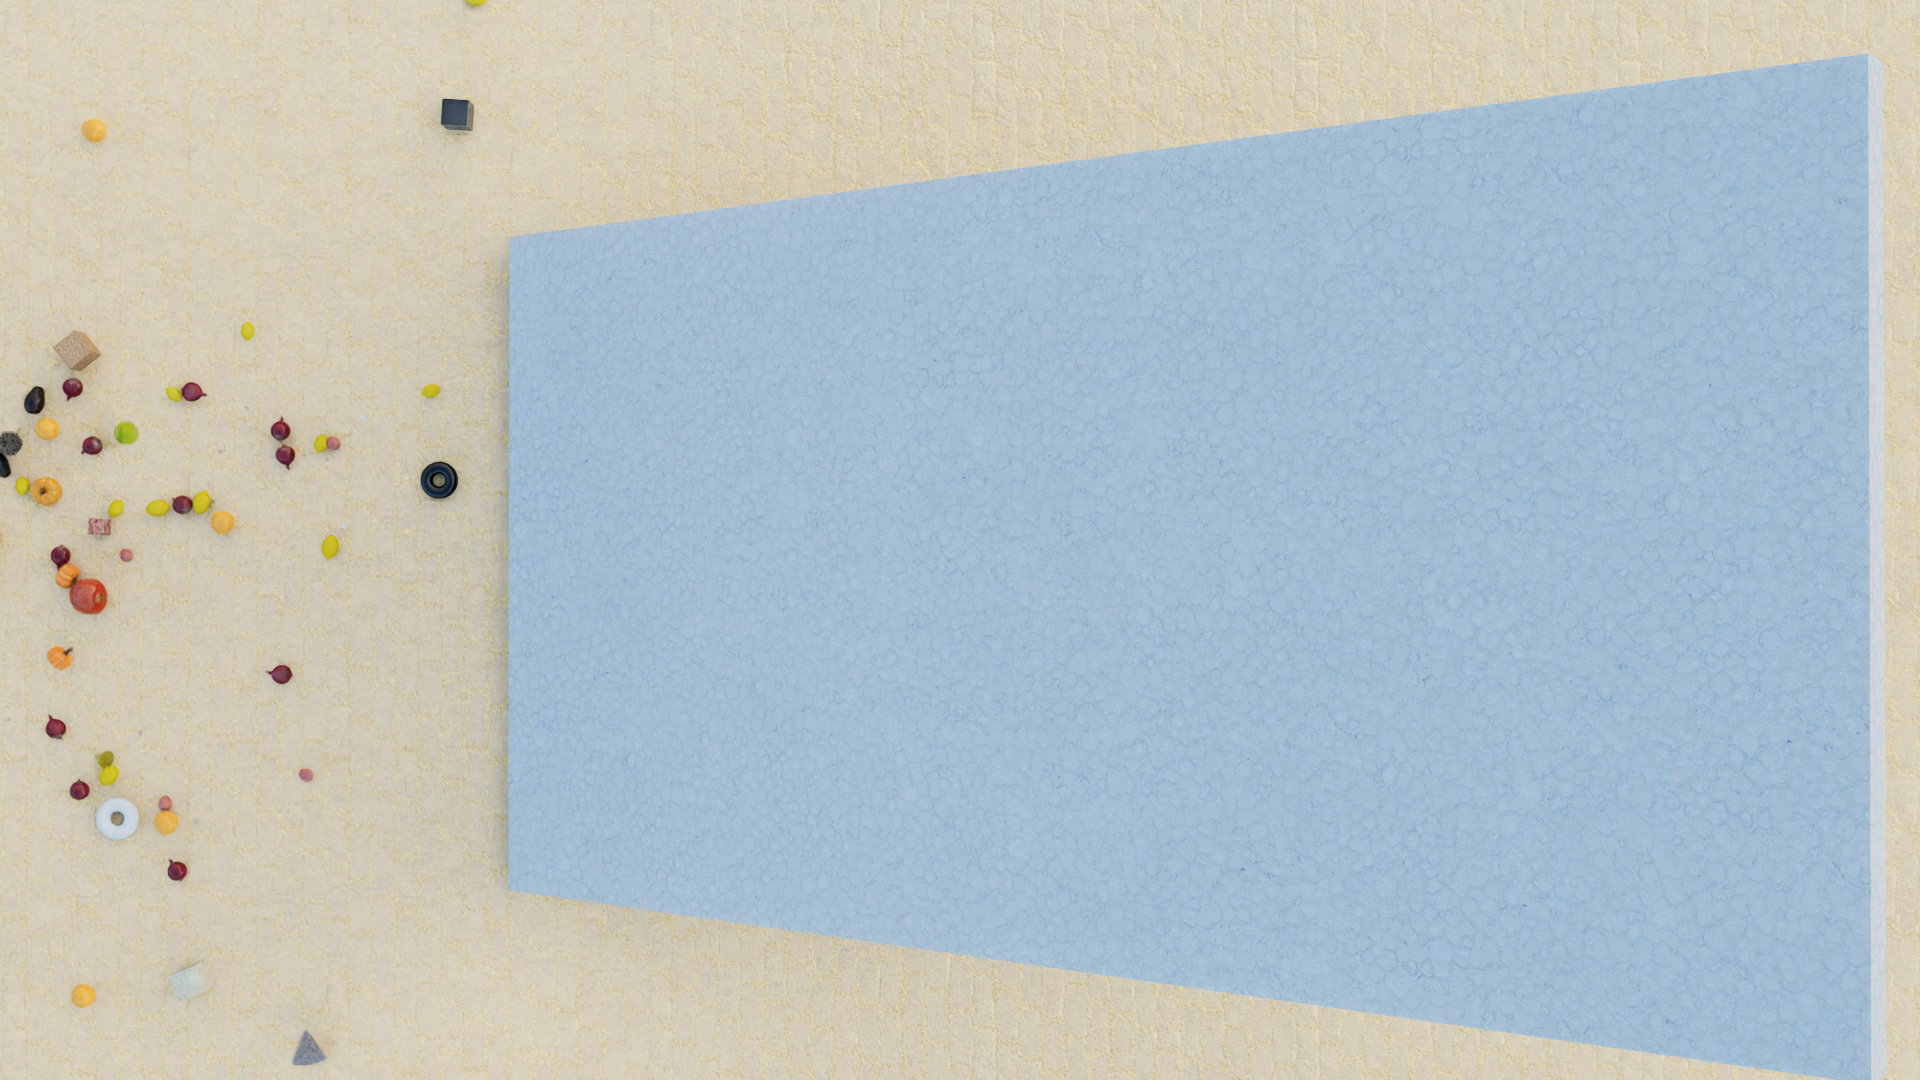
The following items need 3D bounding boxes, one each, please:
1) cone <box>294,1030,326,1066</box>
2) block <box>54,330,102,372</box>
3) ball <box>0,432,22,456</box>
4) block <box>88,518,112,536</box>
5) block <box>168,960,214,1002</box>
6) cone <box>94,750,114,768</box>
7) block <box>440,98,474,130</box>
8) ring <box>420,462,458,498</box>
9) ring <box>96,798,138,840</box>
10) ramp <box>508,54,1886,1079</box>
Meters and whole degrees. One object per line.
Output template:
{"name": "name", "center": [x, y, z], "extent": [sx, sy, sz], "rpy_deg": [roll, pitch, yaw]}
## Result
{"name": "cone", "center": [-2.010, 1.555, 6.781], "extent": [0.099, 0.099, 0.099], "rpy_deg": [-16, 63, 0]}
{"name": "block", "center": [-2.719, -0.583, 6.775], "extent": [0.085, 0.085, 0.085], "rpy_deg": [-39, 90, 0]}
{"name": "ball", "center": [-2.930, -0.296, 6.780], "extent": [0.072, 0.072, 0.072], "rpy_deg": [0, 90, 0]}
{"name": "block", "center": [-2.656, -0.041, 6.789], "extent": [0.050, 0.050, 0.050], "rpy_deg": [3, 90, 0]}
{"name": "block", "center": [-2.365, 1.358, 6.762], "extent": [0.086, 0.086, 0.086], "rpy_deg": [-24, 90, 0]}
{"name": "cone", "center": [-2.657, 0.672, 6.797], "extent": [0.056, 0.056, 0.056], "rpy_deg": [13, 90, 27]}
{"name": "block", "center": [-1.550, -1.312, 6.783], "extent": [0.080, 0.080, 0.080], "rpy_deg": [4, 90, 0]}
{"name": "ring", "center": [-1.609, -0.185, 6.796], "extent": [0.117, 0.039, 0.117], "rpy_deg": [0, 88, 0]}
{"name": "ring", "center": [-2.600, 0.859, 6.787], "extent": [0.132, 0.044, 0.132], "rpy_deg": [0, 91, 0]}
{"name": "ramp", "center": [0.222, 0.063, 5.539], "extent": [4.000, 0.100, 2.000], "rpy_deg": [0, 90, 38]}
